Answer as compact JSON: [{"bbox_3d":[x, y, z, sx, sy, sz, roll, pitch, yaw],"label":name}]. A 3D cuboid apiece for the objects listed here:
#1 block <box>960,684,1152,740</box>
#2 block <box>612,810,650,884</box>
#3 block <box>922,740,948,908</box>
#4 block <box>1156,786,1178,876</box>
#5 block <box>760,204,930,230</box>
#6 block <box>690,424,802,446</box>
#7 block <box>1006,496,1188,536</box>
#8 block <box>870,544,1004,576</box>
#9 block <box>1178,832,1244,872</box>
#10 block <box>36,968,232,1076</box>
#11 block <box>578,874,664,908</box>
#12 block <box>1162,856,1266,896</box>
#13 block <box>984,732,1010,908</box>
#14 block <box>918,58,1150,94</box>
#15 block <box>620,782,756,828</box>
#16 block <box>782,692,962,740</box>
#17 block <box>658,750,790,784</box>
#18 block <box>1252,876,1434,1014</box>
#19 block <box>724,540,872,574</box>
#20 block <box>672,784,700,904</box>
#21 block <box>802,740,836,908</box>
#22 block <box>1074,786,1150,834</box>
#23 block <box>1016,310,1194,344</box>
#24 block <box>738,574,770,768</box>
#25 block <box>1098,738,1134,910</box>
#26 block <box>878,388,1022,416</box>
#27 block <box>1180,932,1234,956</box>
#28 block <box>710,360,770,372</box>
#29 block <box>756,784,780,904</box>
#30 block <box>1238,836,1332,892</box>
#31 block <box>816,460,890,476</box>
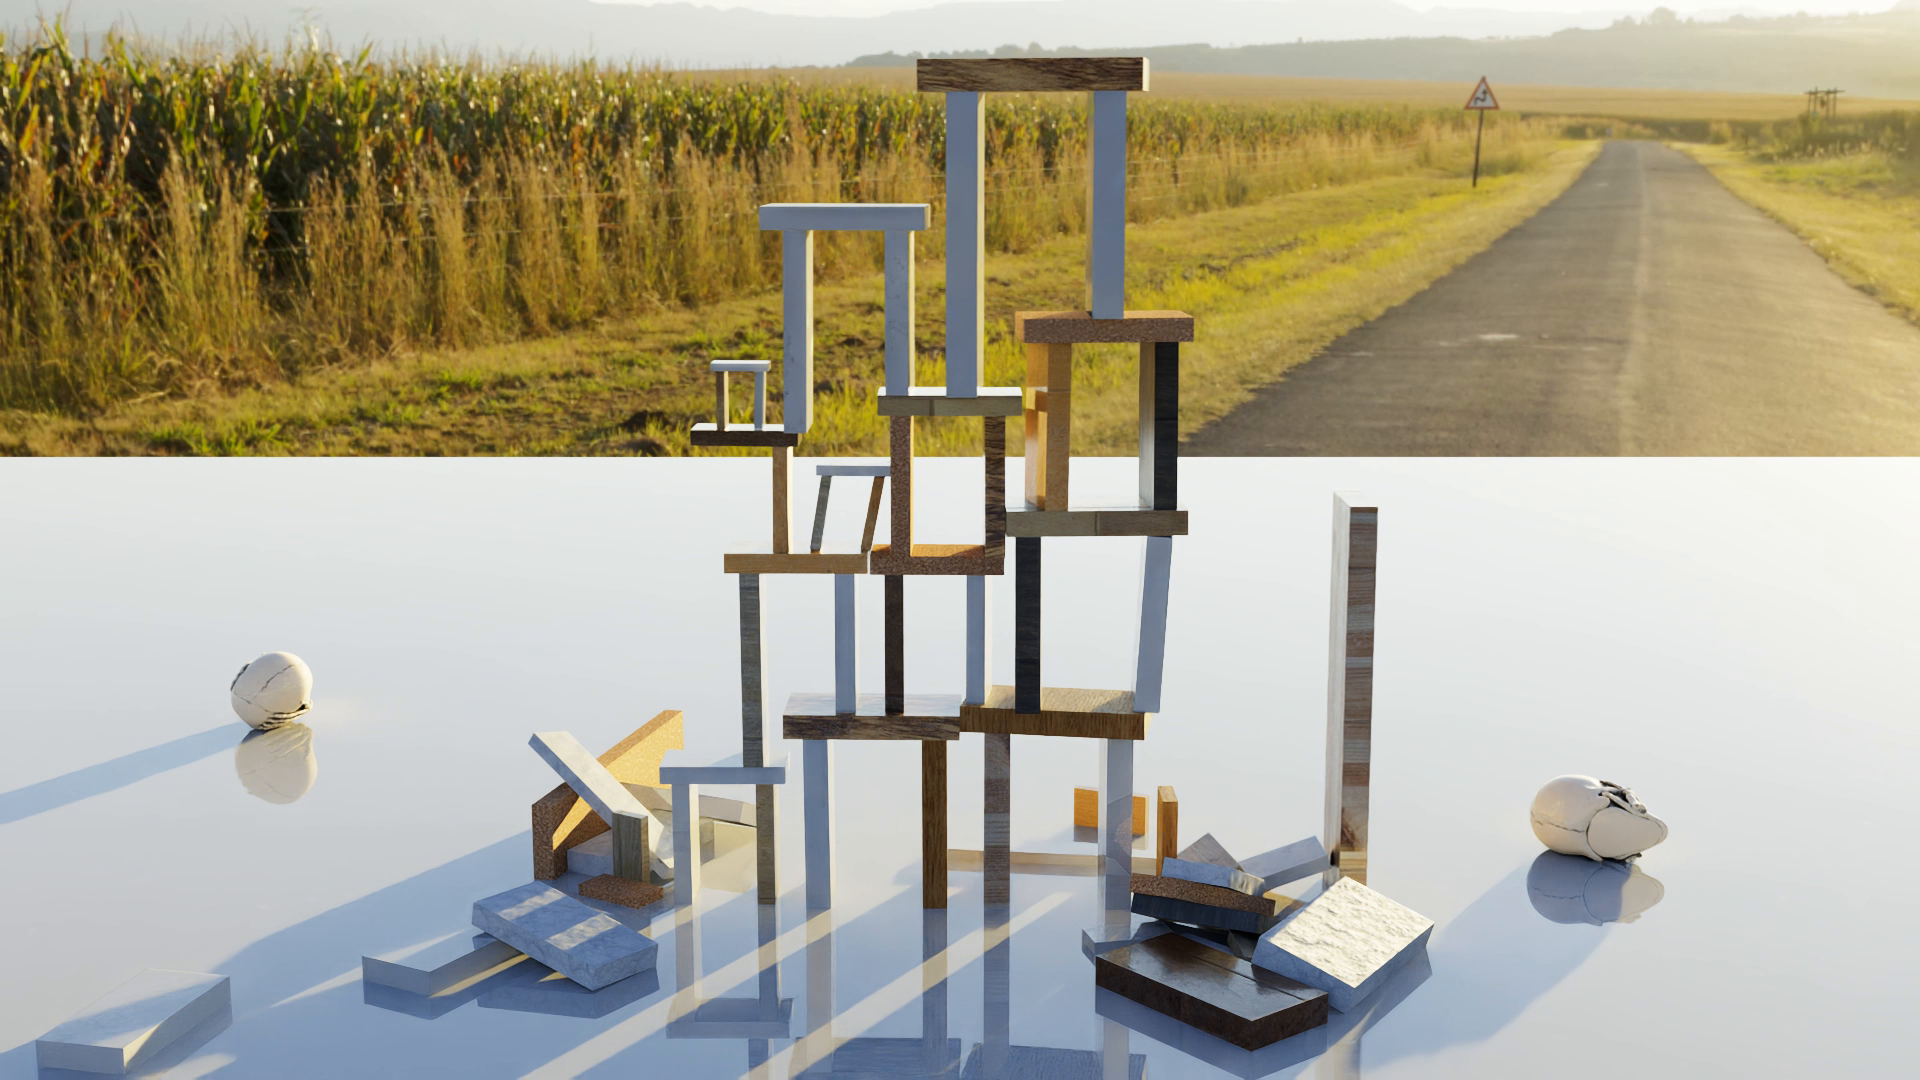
[{"bbox_3d":[0.159,0.280,3.591,0.298,0.042,0.149,2,11,10],"label":"block"},{"bbox_3d":[-0.552,0.521,3.687,0.064,0.129,0.018,7,12,32],"label":"block"},{"bbox_3d":[-0.041,0.450,3.643,0.040,0.285,0.143,0,11,0],"label":"block"},{"bbox_3d":[0.343,0.505,3.650,0.025,0.175,0.087,0,11,-1],"label":"block"},{"bbox_3d":[-0.179,-0.508,3.455,0.257,0.036,0.128,1,11,3],"label":"block"},{"bbox_3d":[-0.342,-0.168,3.525,0.171,0.024,0.086,1,11,0],"label":"block"},{"bbox_3d":[0.214,-0.039,3.516,0.285,0.040,0.143,0,11,-1],"label":"block"},{"bbox_3d":[-0.036,0.031,3.557,0.214,0.030,0.107,0,11,1],"label":"block"},{"bbox_3d":[0.413,0.551,3.688,0.087,0.025,0.175,-35,15,-3],"label":"block"},{"bbox_3d":[-1.161,0.676,3.102,0.133,0.038,0.266,2,11,12],"label":"block"},{"bbox_3d":[-0.564,0.583,3.655,0.129,0.018,0.064,7,12,32],"label":"block"},{"bbox_3d":[0.404,0.537,3.488,0.108,0.030,0.215,6,-11,23],"label":"block"},{"bbox_3d":[0.061,0.443,3.644,0.042,0.298,0.149,0,11,0],"label":"block"},{"bbox_3d":[0.116,-0.718,3.400,0.343,0.049,0.171,1,11,8],"label":"block"},{"bbox_3d":[-0.480,0.484,3.997,0.261,0.037,0.131,6,-11,24],"label":"block"},{"bbox_3d":[-0.142,0.289,3.613,0.285,0.040,0.143,0,11,1],"label":"block"},{"bbox_3d":[-0.387,0.374,3.628,0.205,0.029,0.103,0,11,0],"label":"block"},{"bbox_3d":[0.583,0.608,3.327,0.158,0.045,0.316,26,22,27],"label":"block"},{"bbox_3d":[-0.261,0.027,3.567,0.230,0.033,0.115,0,11,1],"label":"block"},{"bbox_3d":[-0.454,0.489,3.649,0.029,0.205,0.103,0,11,1],"label":"block"},{"bbox_3d":[-0.233,0.450,3.643,0.040,0.285,0.143,-1,11,0],"label":"block"},{"bbox_3d":[0.276,0.492,4.008,0.140,0.070,0.020,5,12,25],"label":"block"},{"bbox_3d":[0.225,-0.335,3.450,0.264,0.037,0.132,-1,11,-4],"label":"block"},{"bbox_3d":[-0.336,0.201,3.599,0.033,0.321,0.115,0,11,0],"label":"block"},{"bbox_3d":[0.257,0.444,3.640,0.042,0.298,0.149,0,11,-1],"label":"block"},{"bbox_3d":[-0.016,-0.221,3.503,0.227,0.032,0.113,0,11,0],"label":"block"},{"bbox_3d":[0.374,0.636,3.370,0.067,0.019,0.134,-10,14,-42],"label":"block"},{"bbox_3d":[-0.350,-0.278,3.508,0.092,0.013,0.046,0,11,1],"label":"block"},{"bbox_3d":[-0.318,0.489,3.650,0.029,0.205,0.103,0,11,0],"label":"block"},{"bbox_3d":[0.521,0.546,3.654,0.175,0.025,0.087,-19,15,1],"label":"block"},{"bbox_3d":[-0.169,-0.116,3.538,0.121,0.017,0.060,1,11,1],"label":"block"}]
